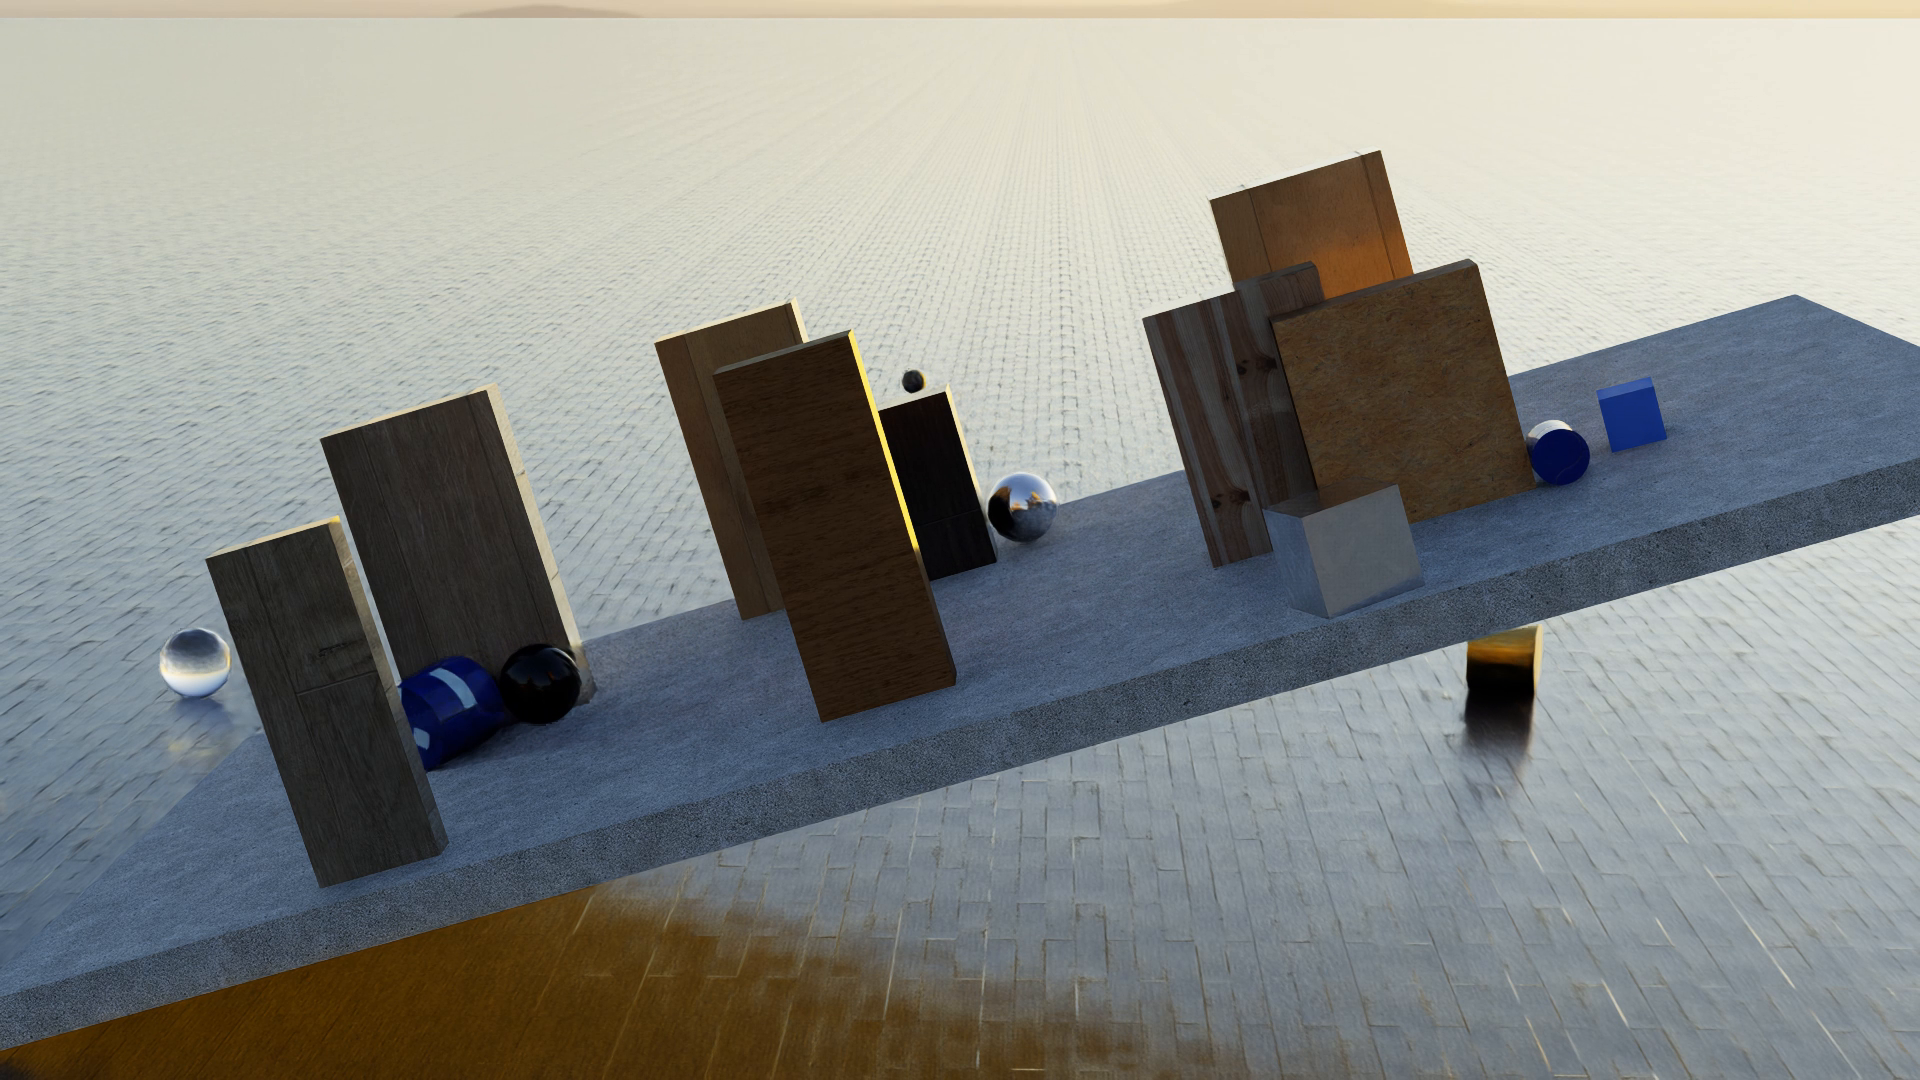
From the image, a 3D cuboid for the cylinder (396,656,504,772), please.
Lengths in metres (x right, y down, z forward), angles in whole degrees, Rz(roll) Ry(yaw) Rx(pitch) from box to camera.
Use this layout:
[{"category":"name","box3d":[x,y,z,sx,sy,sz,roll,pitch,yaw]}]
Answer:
[{"category":"cylinder","box3d":[-1.139,0.381,6.416,0.201,0.201,0.201,6,21,30]}]

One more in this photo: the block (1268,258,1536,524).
[{"category":"block","box3d":[0.885,-0.277,5.901,0.418,0.465,0.129,-16,10,5]}]

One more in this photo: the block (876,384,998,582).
[{"category":"block","box3d":[-0.103,-0.120,6.829,0.274,0.415,0.143,-16,10,5]}]

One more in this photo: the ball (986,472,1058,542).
[{"category":"ball","box3d":[0.146,-0.077,6.908,0.165,0.165,0.165,0,11,0]}]

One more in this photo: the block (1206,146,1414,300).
[{"category":"block","box3d":[0.814,-0.466,6.398,0.377,0.691,0.144,-16,10,5]}]

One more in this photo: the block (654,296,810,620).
[{"category":"block","box3d":[-0.455,-0.192,7.000,0.337,0.694,0.123,-16,10,5]}]

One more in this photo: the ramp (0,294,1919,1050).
[{"category":"ramp","box3d":[0.091,0.187,6.319,4.000,0.100,2.000,-16,10,5]}]

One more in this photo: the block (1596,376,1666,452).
[{"category":"block","box3d":[1.371,-0.256,6.007,0.112,0.112,0.112,-15,10,13]}]

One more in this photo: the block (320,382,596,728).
[{"category":"block","box3d":[-1.119,0.059,6.592,0.390,0.737,0.120,-16,10,5]}]

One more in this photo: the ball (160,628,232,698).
[{"category":"ball","box3d":[-2.146,0.345,8.260,0.198,0.198,0.198,0,11,0]}]

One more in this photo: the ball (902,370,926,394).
[{"category":"ball","box3d":[-0.225,-0.771,14.332,0.118,0.118,0.118,0,11,0]}]

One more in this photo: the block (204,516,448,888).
[{"category":"block","box3d":[-1.191,0.307,5.554,0.242,0.664,0.084,-16,10,5]}]

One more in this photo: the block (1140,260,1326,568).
[{"category":"block","box3d":[0.620,-0.258,6.032,0.366,0.536,0.141,-16,10,5]}]

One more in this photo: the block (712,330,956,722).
[{"category":"block","box3d":[-0.238,-0.026,5.679,0.271,0.707,0.106,-16,10,5]}]

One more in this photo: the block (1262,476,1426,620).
[{"category":"block","box3d":[0.702,0.012,5.398,0.195,0.195,0.195,-19,10,-13]}]

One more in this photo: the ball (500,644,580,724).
[{"category":"ball","box3d":[-0.926,0.317,6.484,0.178,0.178,0.178,0,11,0]}]

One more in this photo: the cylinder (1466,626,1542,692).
[{"category":"cylinder","box3d":[1.546,0.331,8.360,0.189,0.189,0.189,3,11,17]}]
